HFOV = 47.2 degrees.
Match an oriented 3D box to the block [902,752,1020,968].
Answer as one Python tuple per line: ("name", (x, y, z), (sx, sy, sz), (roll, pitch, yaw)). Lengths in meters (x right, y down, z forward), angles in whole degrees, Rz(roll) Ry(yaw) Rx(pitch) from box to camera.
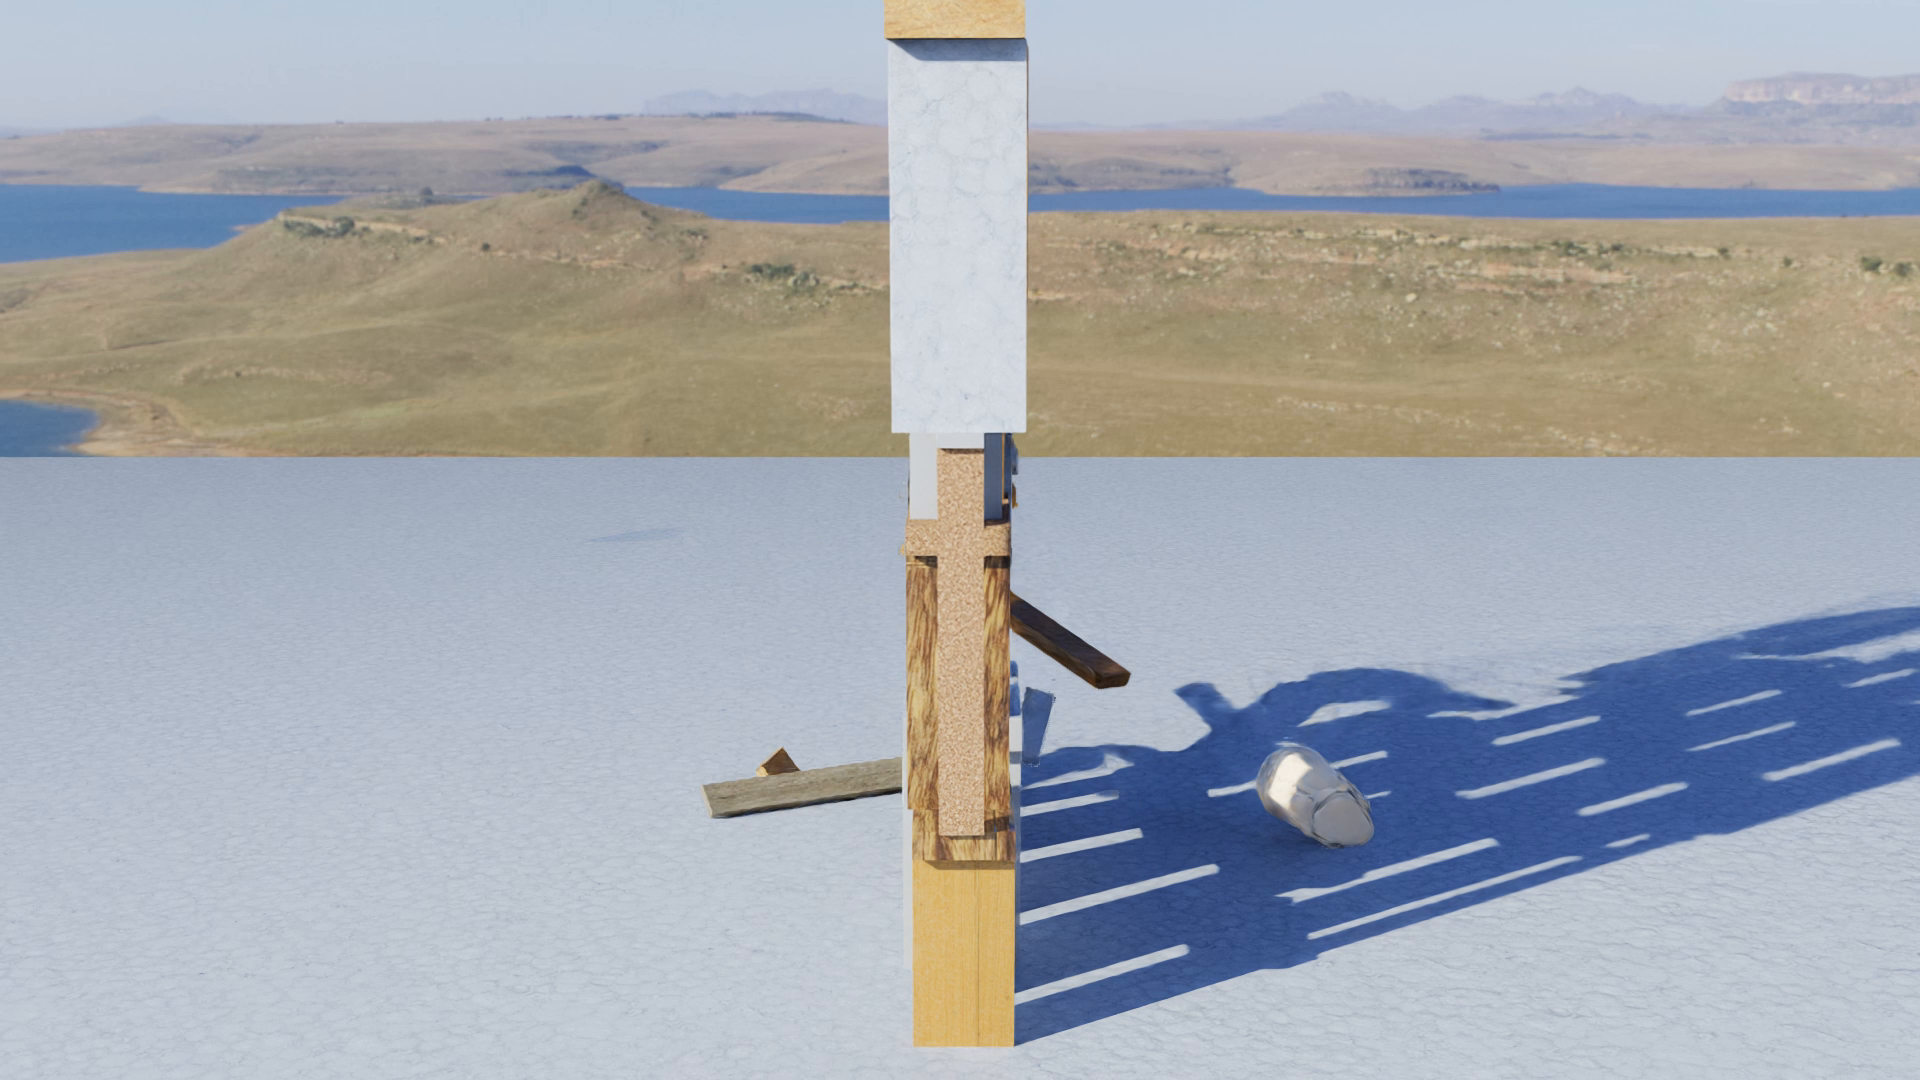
("block", (0.003, 0.473, 3.333), (0.176, 0.352, 0.050), (0, 11, 0))

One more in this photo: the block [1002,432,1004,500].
("block", (0.000, -0.186, 3.175), (0.126, 0.253, 0.036), (0, 11, -1))

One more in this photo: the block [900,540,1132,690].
("block", (0.105, 0.142, 4.372), (0.553, 0.028, 0.098), (34, 22, 33))

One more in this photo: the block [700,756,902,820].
("block", (-0.285, 0.469, 4.168), (0.417, 0.019, 0.067), (-5, 50, -27))

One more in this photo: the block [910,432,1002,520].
("block", (-0.005, -0.156, 3.006), (0.126, 0.253, 0.036), (0, 13, 0))

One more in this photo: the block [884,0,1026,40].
("block", (-0.003, -0.681, 2.895), (0.175, 0.049, 0.349), (0, 11, 1))

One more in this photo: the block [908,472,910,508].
("block", (-0.002, -0.097, 3.742), (0.169, 0.048, 0.338), (0, 10, 0))

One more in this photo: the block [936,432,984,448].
("block", (0.001, -0.139, 2.899), (0.061, 0.017, 0.122), (0, 11, 0))

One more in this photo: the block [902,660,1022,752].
("block", (0.004, 0.254, 3.410), (0.176, 0.050, 0.352), (0, 11, 0))

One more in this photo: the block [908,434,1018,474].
("block", (0.006, -0.184, 4.058), (0.168, 0.048, 0.383), (-2, -11, 6))

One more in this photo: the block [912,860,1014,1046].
("block", (0.005, 0.563, 3.050), (0.140, 0.280, 0.040), (0, 11, 0))

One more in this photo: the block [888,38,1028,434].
("block", (-0.002, -0.389, 2.833), (0.175, 0.499, 0.049), (0, 11, 0))

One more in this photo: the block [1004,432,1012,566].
("block", (0.003, -0.110, 3.258), (0.147, 0.294, 0.042), (0, 11, 1))

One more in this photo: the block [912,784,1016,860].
("block", (0.004, 0.389, 3.112), (0.140, 0.040, 0.280), (0, 11, 0))

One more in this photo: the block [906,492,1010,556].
("block", (-0.001, -0.025, 3.108), (0.142, 0.040, 0.284), (0, 10, 1))

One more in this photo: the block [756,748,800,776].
("block", (-0.349, 0.450, 4.246), (0.019, 0.067, 0.133), (-35, 1, 16))

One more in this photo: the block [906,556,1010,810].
("block", (-0.003, 0.193, 3.054), (0.142, 0.367, 0.040), (0, 11, 0))

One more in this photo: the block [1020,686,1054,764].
("block", (0.133, 0.345, 4.083), (0.019, 0.133, 0.067), (10, -9, 39))

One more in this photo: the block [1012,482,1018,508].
("block", (0.039, -0.108, 4.317), (0.121, 0.034, 0.242), (-6, 18, -3))

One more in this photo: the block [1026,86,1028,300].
("block", (0.006, -0.507, 3.048), (0.175, 0.349, 0.049), (1, 12, 4))

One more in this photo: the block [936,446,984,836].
("block", (0.001, 0.137, 2.913), (0.061, 0.528, 0.017), (0, 12, 0))
